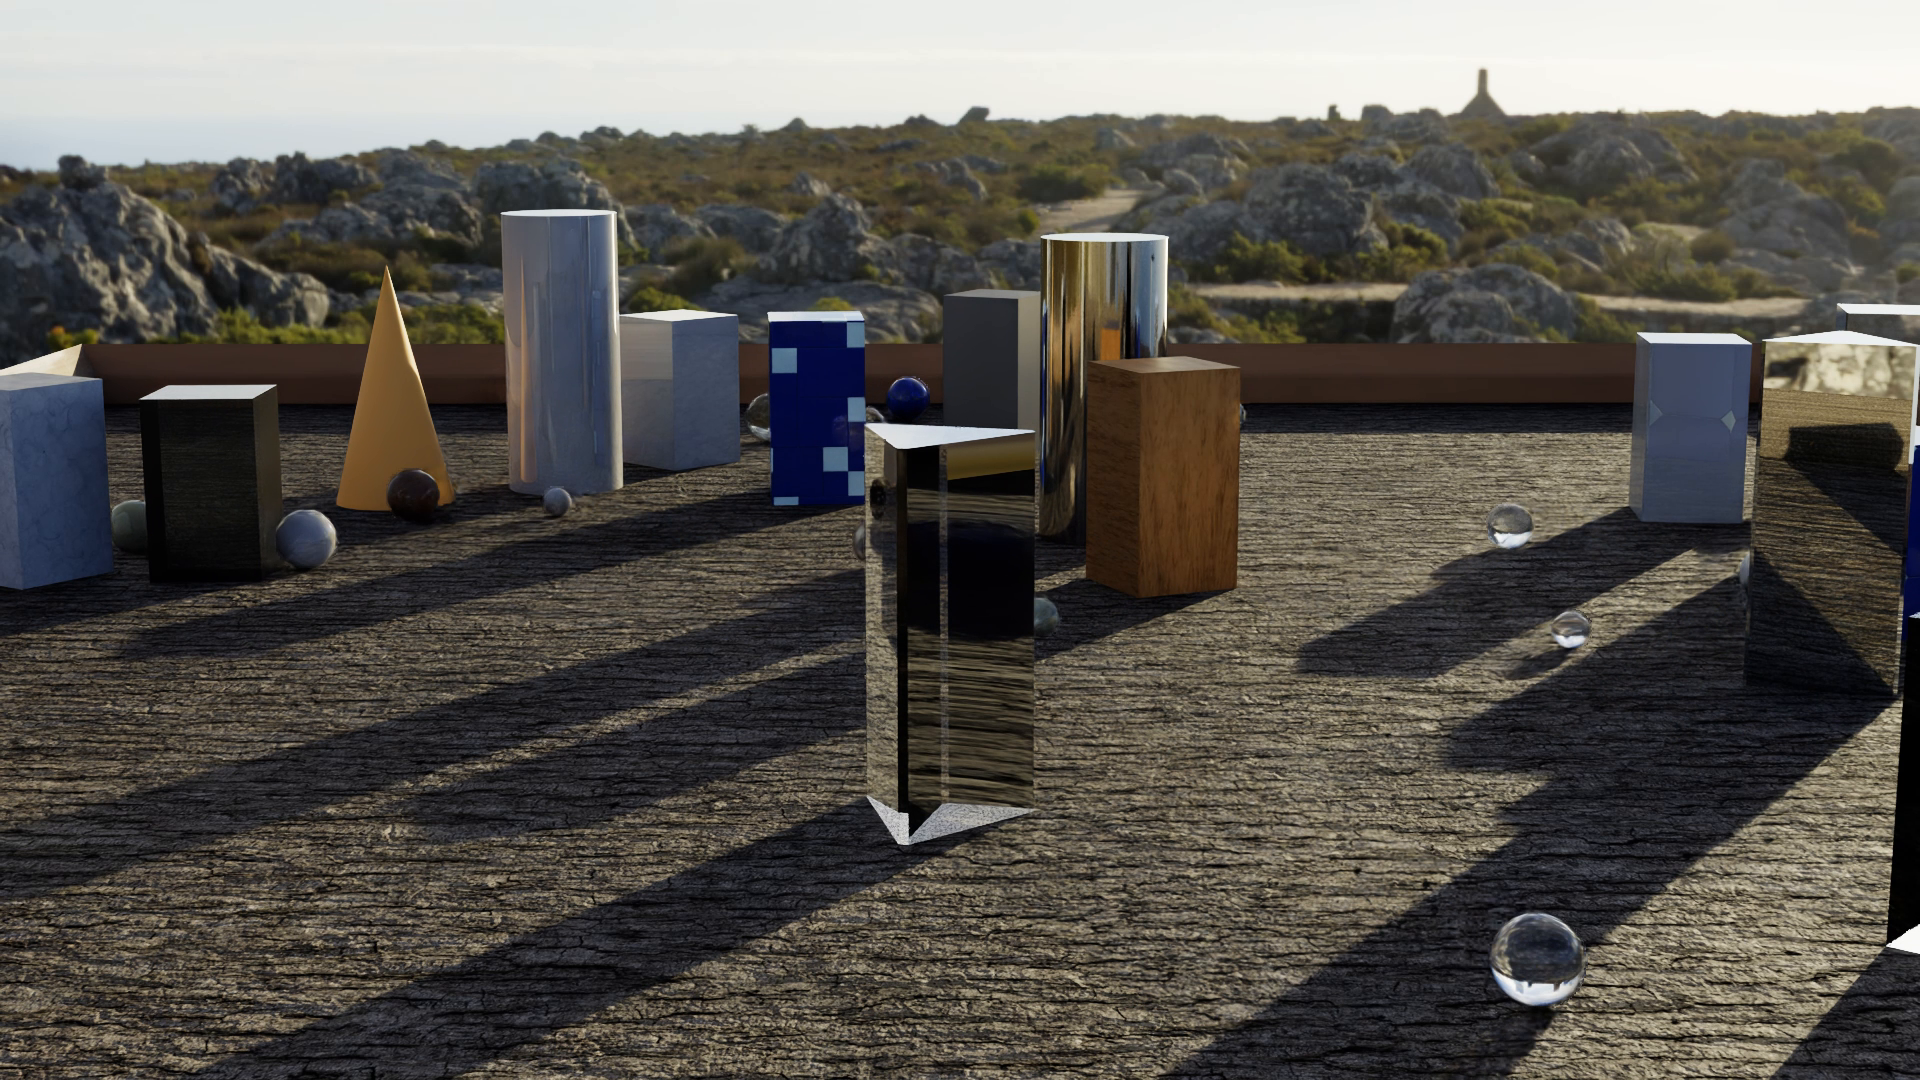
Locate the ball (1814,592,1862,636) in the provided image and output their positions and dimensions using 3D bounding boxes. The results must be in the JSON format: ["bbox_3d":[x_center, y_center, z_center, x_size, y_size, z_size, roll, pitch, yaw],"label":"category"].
[{"bbox_3d":[1.136,0.094,3.318,0.057,0.057,0.057,0,10,0],"label":"ball"}]

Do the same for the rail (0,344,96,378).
[{"bbox_3d":[-1.872,0.035,3.438,0.045,0.128,4.352,0,10,0],"label":"rail"}]

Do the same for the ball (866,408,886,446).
[{"bbox_3d":[-0.180,-0.221,4.972,0.074,0.074,0.074,0,10,0],"label":"ball"}]

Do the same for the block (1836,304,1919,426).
[{"bbox_3d":[1.444,-0.181,3.989,0.158,0.355,0.158,2,11,13],"label":"block"}]

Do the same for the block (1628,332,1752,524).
[{"bbox_3d":[1.189,-0.184,4.185,0.158,0.290,0.158,1,11,7],"label":"block"}]

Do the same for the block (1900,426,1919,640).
[{"bbox_3d":[1.226,-0.013,3.360,0.158,0.253,0.158,-5,12,-24],"label":"block"}]

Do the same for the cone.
[{"bbox_3d":[-0.955,-0.263,4.307,0.197,0.400,0.197,0,10,0],"label":"cone"}]

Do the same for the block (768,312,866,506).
[{"bbox_3d":[-0.244,-0.226,4.354,0.158,0.309,0.158,-1,11,-5],"label":"block"}]

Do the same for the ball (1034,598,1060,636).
[{"bbox_3d":[0.103,0.099,3.311,0.051,0.051,0.051,0,10,0],"label":"ball"}]

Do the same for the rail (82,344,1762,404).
[{"bbox_3d":[-0.012,-0.359,5.565,3.791,0.128,0.045,0,10,0],"label":"rail"}]

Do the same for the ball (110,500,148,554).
[{"bbox_3d":[-1.246,-0.020,3.872,0.080,0.080,0.080,0,10,0],"label":"ball"}]

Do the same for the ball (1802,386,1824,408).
[{"bbox_3d":[1.837,-0.309,5.527,0.045,0.045,0.045,0,10,0],"label":"ball"}]

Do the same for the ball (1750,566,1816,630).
[{"bbox_3d":[1.074,0.076,3.346,0.084,0.084,0.084,0,10,0],"label":"ball"}]

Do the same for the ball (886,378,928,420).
[{"bbox_3d":[-0.109,-0.293,5.329,0.088,0.088,0.088,0,10,0],"label":"ball"}]

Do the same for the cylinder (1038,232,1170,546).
[{"bbox_3d":[0.222,-0.236,3.979,0.197,0.466,0.197,0,10,0],"label":"cylinder"}]

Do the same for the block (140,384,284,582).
[{"bbox_3d":[-1.080,-0.084,3.714,0.158,0.263,0.158,0,11,-3],"label":"block"}]

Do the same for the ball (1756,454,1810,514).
[{"bbox_3d":[1.358,-0.092,4.210,0.099,0.099,0.099,0,10,0],"label":"ball"}]

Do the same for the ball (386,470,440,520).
[{"bbox_3d":[-0.885,-0.073,4.152,0.083,0.083,0.083,0,10,0],"label":"ball"}]

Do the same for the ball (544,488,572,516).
[{"bbox_3d":[-0.658,-0.062,4.193,0.046,0.046,0.046,0,10,0],"label":"ball"}]

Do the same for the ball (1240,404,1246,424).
[{"bbox_3d":[0.547,-0.254,5.191,0.061,0.061,0.061,0,10,0],"label":"ball"}]

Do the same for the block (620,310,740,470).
[{"bbox_3d":[-0.520,-0.280,4.751,0.158,0.272,0.158,10,14,43],"label":"block"}]

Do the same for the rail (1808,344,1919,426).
[{"bbox_3d":[1.872,0.031,3.459,0.045,0.128,4.352,0,10,0],"label":"rail"}]

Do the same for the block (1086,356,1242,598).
[{"bbox_3d":[0.286,-0.093,3.626,0.158,0.313,0.158,-5,12,-24],"label":"block"}]

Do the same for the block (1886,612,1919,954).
[{"bbox_3d":[0.887,0.200,2.130,0.158,0.282,0.158,9,14,40],"label":"block"}]

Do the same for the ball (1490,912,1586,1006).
[{"bbox_3d":[0.452,0.329,2.010,0.073,0.073,0.073,0,10,0],"label":"ball"}]

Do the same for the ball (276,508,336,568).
[{"bbox_3d":[-0.957,-0.002,3.757,0.087,0.087,0.087,0,10,0],"label":"ball"}]

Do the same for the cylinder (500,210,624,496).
[{"bbox_3d":[-0.689,-0.328,4.448,0.197,0.476,0.197,0,10,0],"label":"cylinder"}]

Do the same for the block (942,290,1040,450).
[{"bbox_3d":[0.073,-0.324,4.923,0.158,0.296,0.158,5,12,26],"label":"block"}]

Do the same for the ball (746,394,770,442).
[{"bbox_3d":[-0.371,-0.240,5.022,0.094,0.094,0.094,0,10,0],"label":"ball"}]

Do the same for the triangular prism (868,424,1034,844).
[{"bbox_3d":[-0.041,0.082,2.503,0.171,0.379,0.148,-9,14,-42],"label":"triangular prism"}]

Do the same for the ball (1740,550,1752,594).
[{"bbox_3d":[1.108,0.047,3.500,0.085,0.085,0.085,0,10,0],"label":"ball"}]

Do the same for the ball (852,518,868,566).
[{"bbox_3d":[-0.118,0.003,3.756,0.077,0.077,0.077,0,10,0],"label":"ball"}]

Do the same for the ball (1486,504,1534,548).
[{"bbox_3d":[0.838,-0.021,3.908,0.069,0.069,0.069,0,10,0],"label":"ball"}]

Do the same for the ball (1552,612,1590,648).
[{"bbox_3d":[0.772,0.114,3.240,0.047,0.047,0.047,0,10,0],"label":"ball"}]

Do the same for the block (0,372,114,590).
[{"bbox_3d":[-1.342,-0.089,3.690,0.158,0.282,0.158,7,12,32],"label":"block"}]

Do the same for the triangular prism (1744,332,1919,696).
[{"bbox_3d":[1.039,-0.037,3.057,0.171,0.411,0.148,4,11,20],"label":"triangular prism"}]
